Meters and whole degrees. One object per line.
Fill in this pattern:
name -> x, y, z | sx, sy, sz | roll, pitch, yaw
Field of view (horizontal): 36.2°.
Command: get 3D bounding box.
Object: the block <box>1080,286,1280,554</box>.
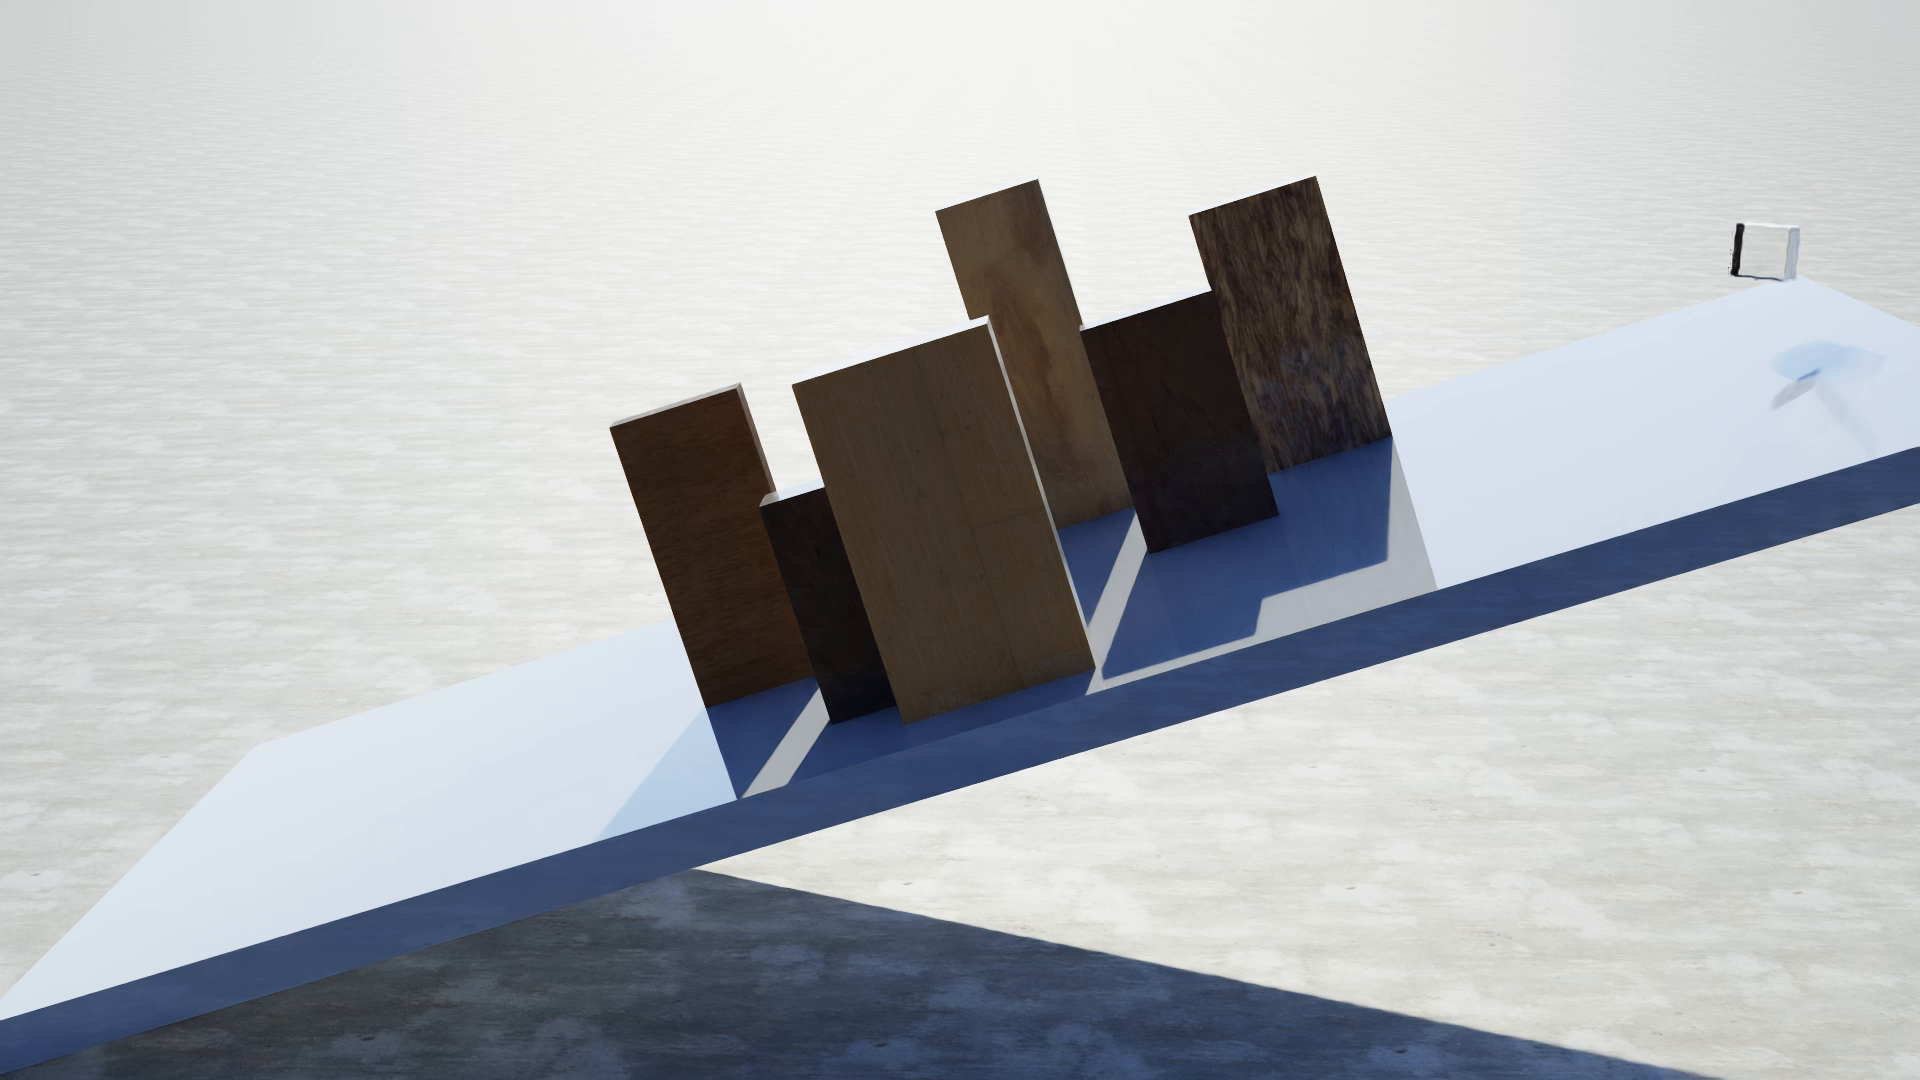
block -> 0.469, -0.256, 6.295 | 0.290, 0.505, 0.092 | -17, 10, 5

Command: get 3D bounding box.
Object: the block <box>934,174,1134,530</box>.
block -> 0.183, -0.431, 6.882 | 0.249, 0.797, 0.121 | -17, 10, 5

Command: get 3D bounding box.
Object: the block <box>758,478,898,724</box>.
block -> -0.187, 0.096, 5.713 | 0.266, 0.451, 0.129 | -17, 10, 5

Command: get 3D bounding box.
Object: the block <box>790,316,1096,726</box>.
block -> -0.026, -0.035, 5.497 | 0.377, 0.676, 0.119 | -17, 10, 5

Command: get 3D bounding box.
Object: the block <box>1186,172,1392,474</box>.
block -> 0.754, -0.494, 6.727 | 0.301, 0.622, 0.081 | -17, 10, 5

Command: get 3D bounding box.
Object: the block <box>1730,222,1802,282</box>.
block -> 1.766, -0.632, 6.443 | 0.114, 0.114, 0.114 | 9, 11, 28

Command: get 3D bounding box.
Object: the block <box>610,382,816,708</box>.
block -> -0.498, 0.013, 6.180 | 0.280, 0.629, 0.084 | -17, 10, 5

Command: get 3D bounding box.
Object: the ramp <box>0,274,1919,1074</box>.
ramp -> 0.099, 0.183, 6.312 | 4.000, 0.100, 2.000 | -17, 10, 5
